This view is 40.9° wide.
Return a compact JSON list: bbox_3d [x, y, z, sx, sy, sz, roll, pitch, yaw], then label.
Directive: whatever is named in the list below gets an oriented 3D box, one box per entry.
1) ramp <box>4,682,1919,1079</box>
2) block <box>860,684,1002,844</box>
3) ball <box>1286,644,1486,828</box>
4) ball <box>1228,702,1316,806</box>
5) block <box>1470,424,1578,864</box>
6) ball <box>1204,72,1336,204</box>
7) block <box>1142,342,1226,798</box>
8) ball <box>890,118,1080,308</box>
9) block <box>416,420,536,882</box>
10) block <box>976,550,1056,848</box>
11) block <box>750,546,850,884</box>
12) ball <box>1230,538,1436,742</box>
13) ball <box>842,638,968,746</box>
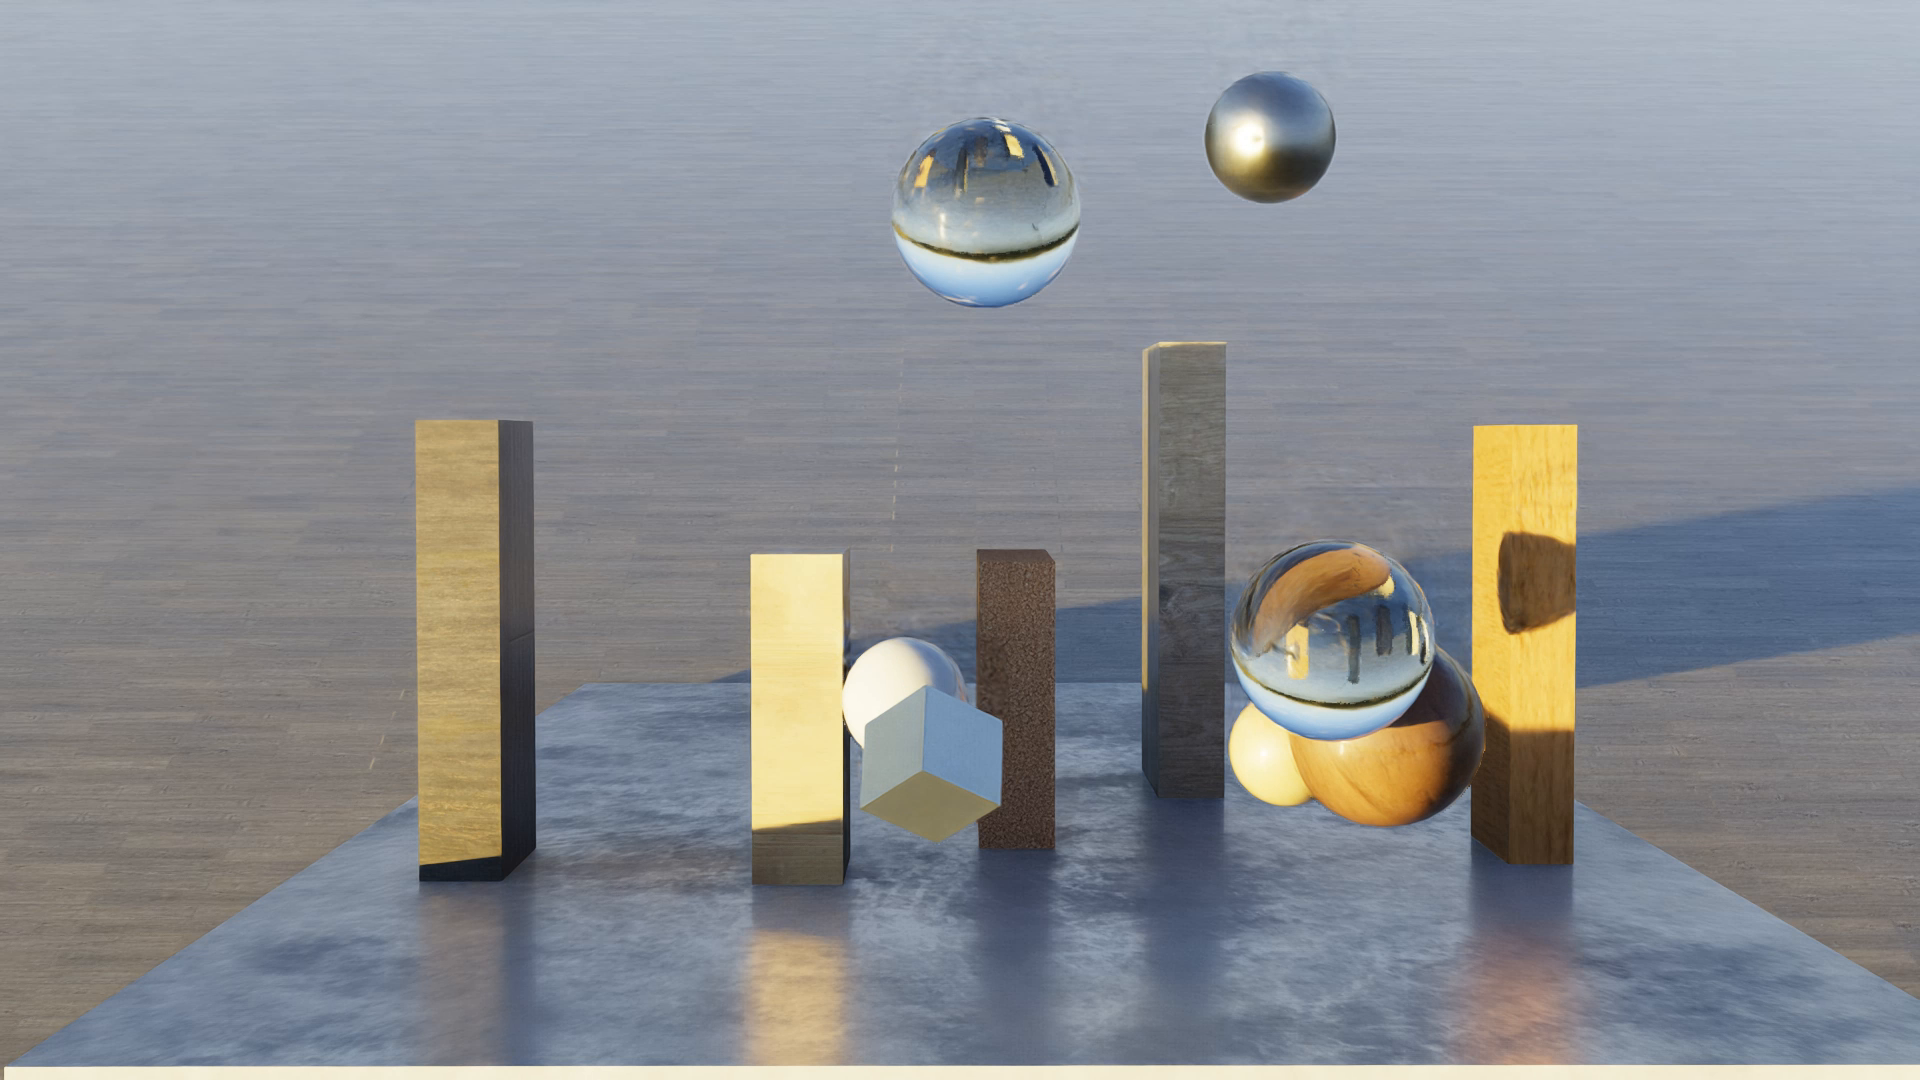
[{"bbox_3d":[0.054,0.491,4.542,2.000,0.100,4.000,0,2,0],"label":"ramp"},{"bbox_3d":[-0.032,0.254,2.914,0.112,0.112,0.112,27,46,-30],"label":"block"},{"bbox_3d":[0.433,0.192,2.623,0.200,0.200,0.200,0,24,0],"label":"ball"},{"bbox_3d":[0.352,0.225,2.776,0.124,0.124,0.124,0,24,0],"label":"ball"},{"bbox_3d":[0.845,0.147,3.871,0.094,0.638,0.277,0,2,0],"label":"block"},{"bbox_3d":[0.256,-0.332,2.121,0.108,0.108,0.108,0,24,0],"label":"ball"},{"bbox_3d":[0.398,0.045,4.619,0.114,0.784,0.399,0,2,0],"label":"block"},{"bbox_3d":[0.024,-0.311,2.449,0.181,0.181,0.181,0,24,0],"label":"ball"},{"bbox_3d":[-0.700,0.150,3.740,0.115,0.645,0.297,0,2,0],"label":"block"},{"bbox_3d":[0.086,0.241,4.104,0.114,0.434,0.449,0,2,0],"label":"block"},{"bbox_3d":[-0.226,0.244,3.697,0.126,0.459,0.262,0,2,0],"label":"block"},{"bbox_3d":[0.357,0.096,2.468,0.195,0.195,0.195,0,24,0],"label":"ball"},{"bbox_3d":[-0.066,0.193,3.111,0.152,0.152,0.152,0,24,0],"label":"ball"}]
